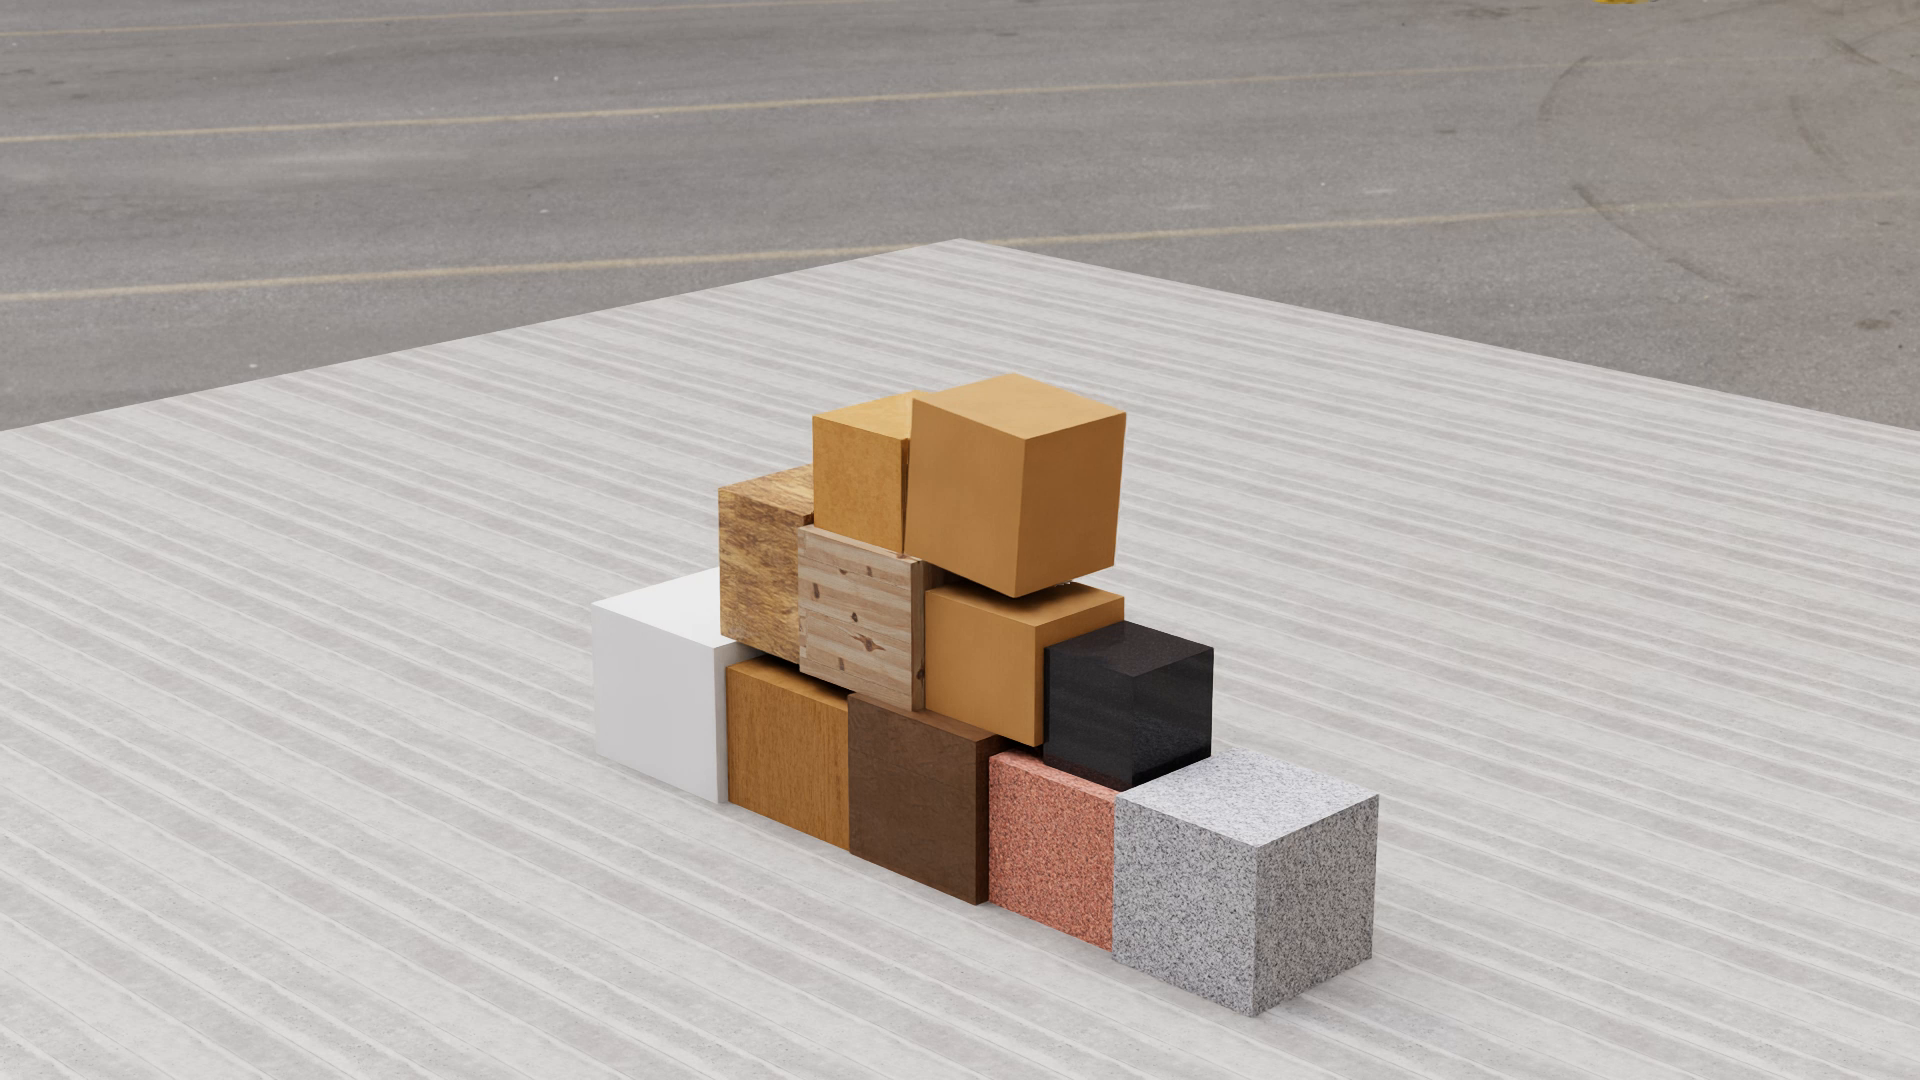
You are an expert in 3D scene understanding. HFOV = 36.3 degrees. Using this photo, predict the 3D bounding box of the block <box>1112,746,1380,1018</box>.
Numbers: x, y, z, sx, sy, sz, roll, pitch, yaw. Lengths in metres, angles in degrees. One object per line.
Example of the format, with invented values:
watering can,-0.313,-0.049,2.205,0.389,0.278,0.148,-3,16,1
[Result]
block,1.213,1.438,12.496,0.806,0.763,0.777,-17,24,-42

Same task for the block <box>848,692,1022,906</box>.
block,0.089,1.082,13.589,0.883,0.788,0.828,-17,24,-42

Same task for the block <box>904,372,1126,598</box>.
block,0.241,-0.255,13.032,0.644,0.728,0.691,-17,29,-42

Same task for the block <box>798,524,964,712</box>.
block,-0.226,0.283,13.643,0.733,0.704,0.753,-17,24,-42

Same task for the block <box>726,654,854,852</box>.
block,-0.508,0.940,14.191,0.883,0.697,0.867,-17,24,-42

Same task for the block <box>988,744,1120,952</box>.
block,0.660,1.300,13.046,0.717,0.697,0.785,-17,24,-42

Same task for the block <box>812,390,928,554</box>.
block,-0.235,-0.324,13.513,0.662,0.532,0.583,-17,24,-42

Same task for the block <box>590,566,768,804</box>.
block,-1.170,0.698,14.779,0.968,0.806,0.945,-17,24,-42

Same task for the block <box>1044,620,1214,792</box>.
block,0.734,0.726,12.805,0.522,0.543,0.520,-17,24,-42

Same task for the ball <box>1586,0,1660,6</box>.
ball,3.645,-3.727,15.991,1.600,1.600,1.600,0,17,0

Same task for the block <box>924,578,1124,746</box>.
block,0.288,0.507,13.174,0.579,0.558,0.682,-17,24,-42

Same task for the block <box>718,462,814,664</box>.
block,-0.688,0.098,14.114,0.716,0.743,0.605,-17,25,-42
